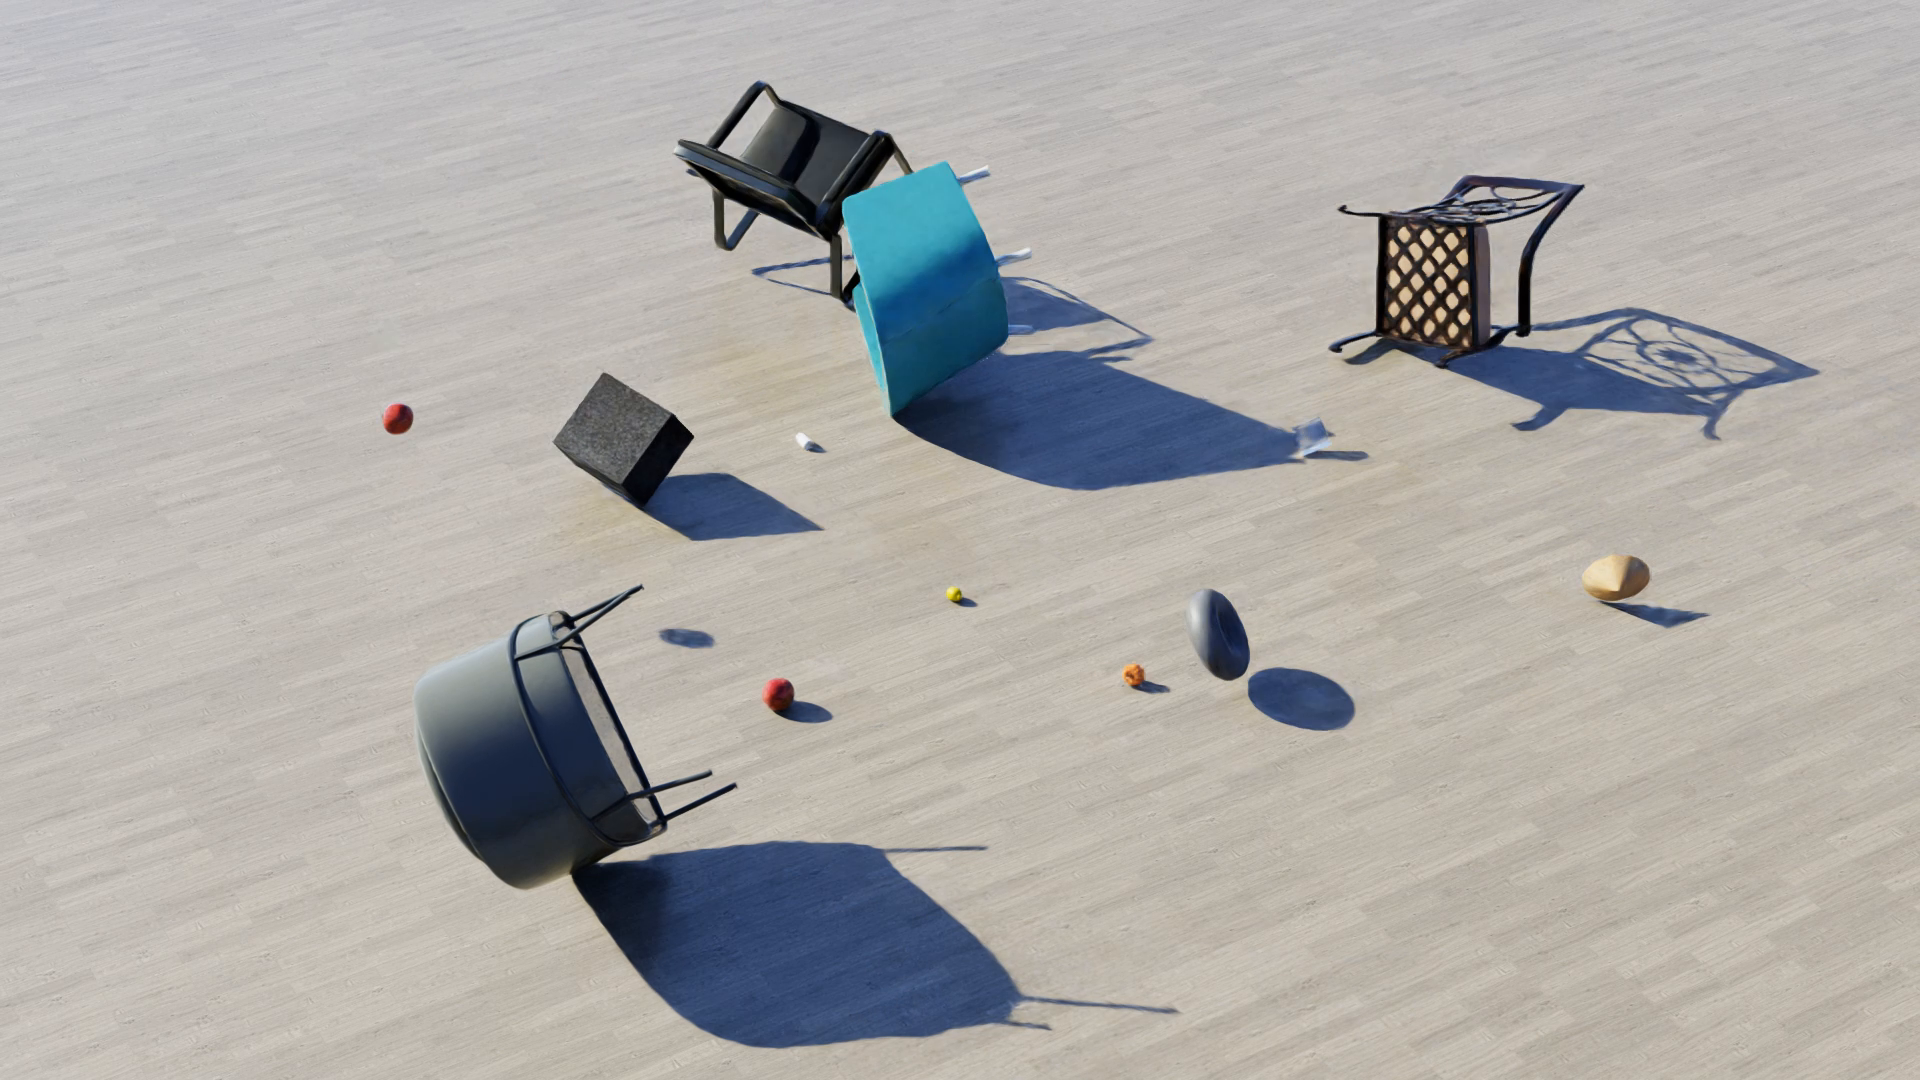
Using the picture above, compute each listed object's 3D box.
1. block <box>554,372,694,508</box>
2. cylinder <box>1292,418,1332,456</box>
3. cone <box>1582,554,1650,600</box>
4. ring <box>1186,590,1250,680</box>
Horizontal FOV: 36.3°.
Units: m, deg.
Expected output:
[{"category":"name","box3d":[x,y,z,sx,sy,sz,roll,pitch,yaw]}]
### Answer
[{"category":"block","box3d":[-1.277,-0.381,11.125,0.353,0.231,0.334,31,80,25]},{"category":"cylinder","box3d":[1.373,-0.405,11.442,0.118,0.046,0.121,-23,75,8]},{"category":"cone","box3d":[2.356,0.160,10.509,0.245,0.179,0.118,-10,22,12]},{"category":"ring","box3d":[0.889,0.327,10.100,0.110,0.326,0.337,-24,35,24]}]
